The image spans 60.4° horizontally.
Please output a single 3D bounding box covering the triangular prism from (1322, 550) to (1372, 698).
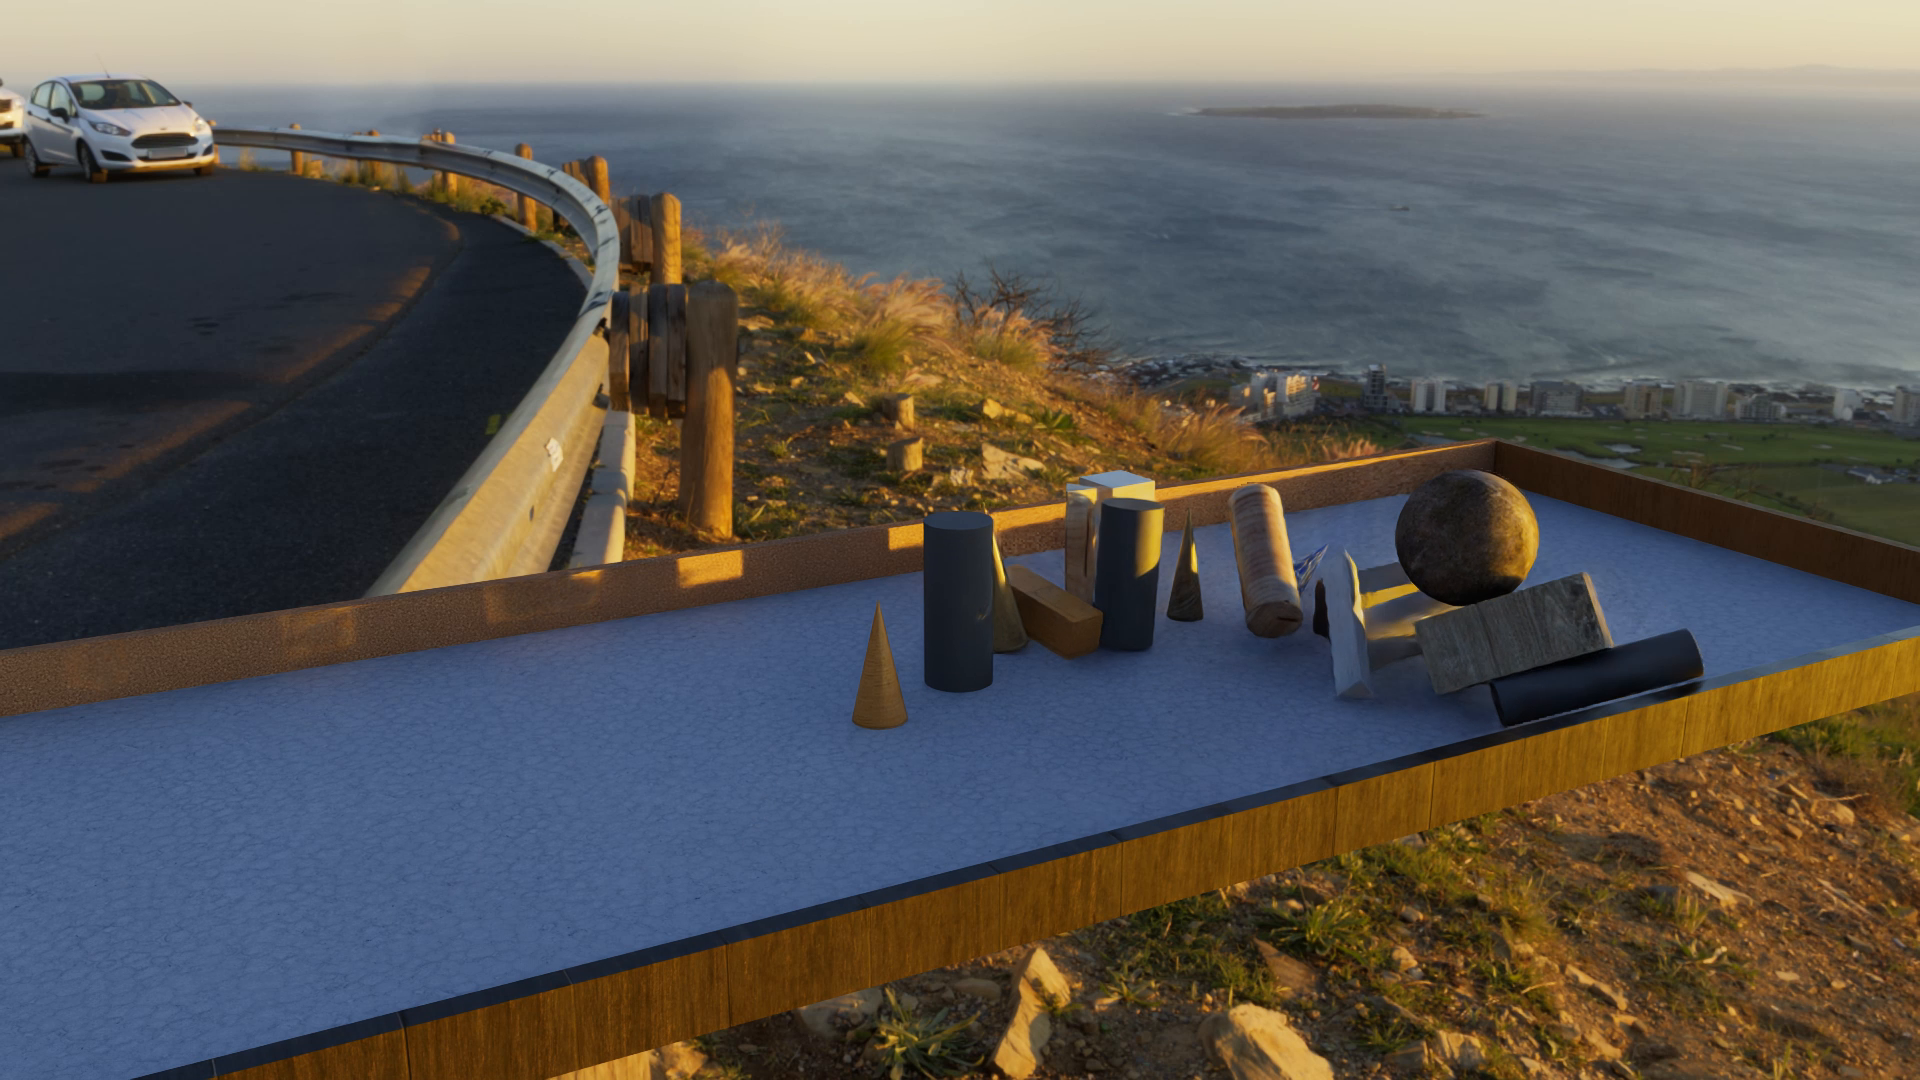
[{"bbox_3d":[0.961,0.201,4.071,0.087,0.075,0.392,2,53,2],"label":"triangular prism"}]

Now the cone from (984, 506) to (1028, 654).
[{"bbox_3d":[0.092,0.089,4.308,0.116,0.406,0.116,-8,20,3],"label":"cone"}]

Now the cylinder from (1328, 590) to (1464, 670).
[{"bbox_3d":[1.159,0.214,4.206,0.408,0.153,0.153,-17,20,-13],"label":"cylinder"}]

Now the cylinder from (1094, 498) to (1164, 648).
[{"bbox_3d":[0.444,0.087,4.375,0.164,0.372,0.164,3,12,-1],"label":"cylinder"}]

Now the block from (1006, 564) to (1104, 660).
[{"bbox_3d":[0.221,0.189,4.411,0.112,0.112,0.333,-14,31,-39],"label":"block"}]

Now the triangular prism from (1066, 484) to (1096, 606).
[{"bbox_3d":[0.317,0.027,4.615,0.093,0.365,0.080,-8,18,-25],"label":"triangular prism"}]

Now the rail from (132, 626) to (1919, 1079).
[{"bbox_3d":[-2.336,1.006,1.665,12.000,0.150,0.050,-9,18,-27],"label":"rail"}]

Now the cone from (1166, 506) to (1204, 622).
[{"bbox_3d":[0.632,0.056,4.584,0.104,0.326,0.104,0,16,0],"label":"cone"}]

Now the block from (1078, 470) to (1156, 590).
[{"bbox_3d":[0.456,-0.021,4.844,0.156,0.328,0.156,-11,19,-32],"label":"block"}]

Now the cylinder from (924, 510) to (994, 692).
[{"bbox_3d":[-0.003,0.152,4.097,0.173,0.418,0.173,0,16,0],"label":"cylinder"}]

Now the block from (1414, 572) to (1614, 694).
[{"bbox_3d":[1.316,0.226,3.924,0.398,0.180,0.180,-20,-12,24],"label":"block"}]

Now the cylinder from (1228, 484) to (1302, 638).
[{"bbox_3d":[0.815,0.053,4.424,0.146,0.146,0.420,0,48,-1],"label":"cylinder"}]

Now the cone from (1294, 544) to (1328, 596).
[{"bbox_3d":[0.950,0.095,4.621,0.140,0.140,0.381,13,35,37],"label":"cone"}]

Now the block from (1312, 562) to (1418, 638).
[{"bbox_3d":[1.192,0.165,4.532,0.449,0.149,0.149,-10,20,-31],"label":"block"}]

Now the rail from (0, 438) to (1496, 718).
[{"bbox_3d":[-3.305,0.497,3.399,12.000,0.150,0.050,-9,18,-27],"label":"rail"}]

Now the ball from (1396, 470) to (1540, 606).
[{"bbox_3d":[1.232,-0.004,4.014,0.334,0.334,0.334,0,16,0],"label":"ball"}]

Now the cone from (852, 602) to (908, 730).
[{"bbox_3d":[-0.190,0.280,3.870,0.133,0.300,0.133,0,16,0],"label":"cone"}]

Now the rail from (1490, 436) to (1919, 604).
[{"bbox_3d":[2.466,-0.048,5.253,0.050,0.150,2.100,-9,18,-27],"label":"rail"}]

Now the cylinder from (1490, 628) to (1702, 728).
[{"bbox_3d":[1.471,0.321,3.825,0.449,0.116,0.116,-16,15,8],"label":"cylinder"}]
